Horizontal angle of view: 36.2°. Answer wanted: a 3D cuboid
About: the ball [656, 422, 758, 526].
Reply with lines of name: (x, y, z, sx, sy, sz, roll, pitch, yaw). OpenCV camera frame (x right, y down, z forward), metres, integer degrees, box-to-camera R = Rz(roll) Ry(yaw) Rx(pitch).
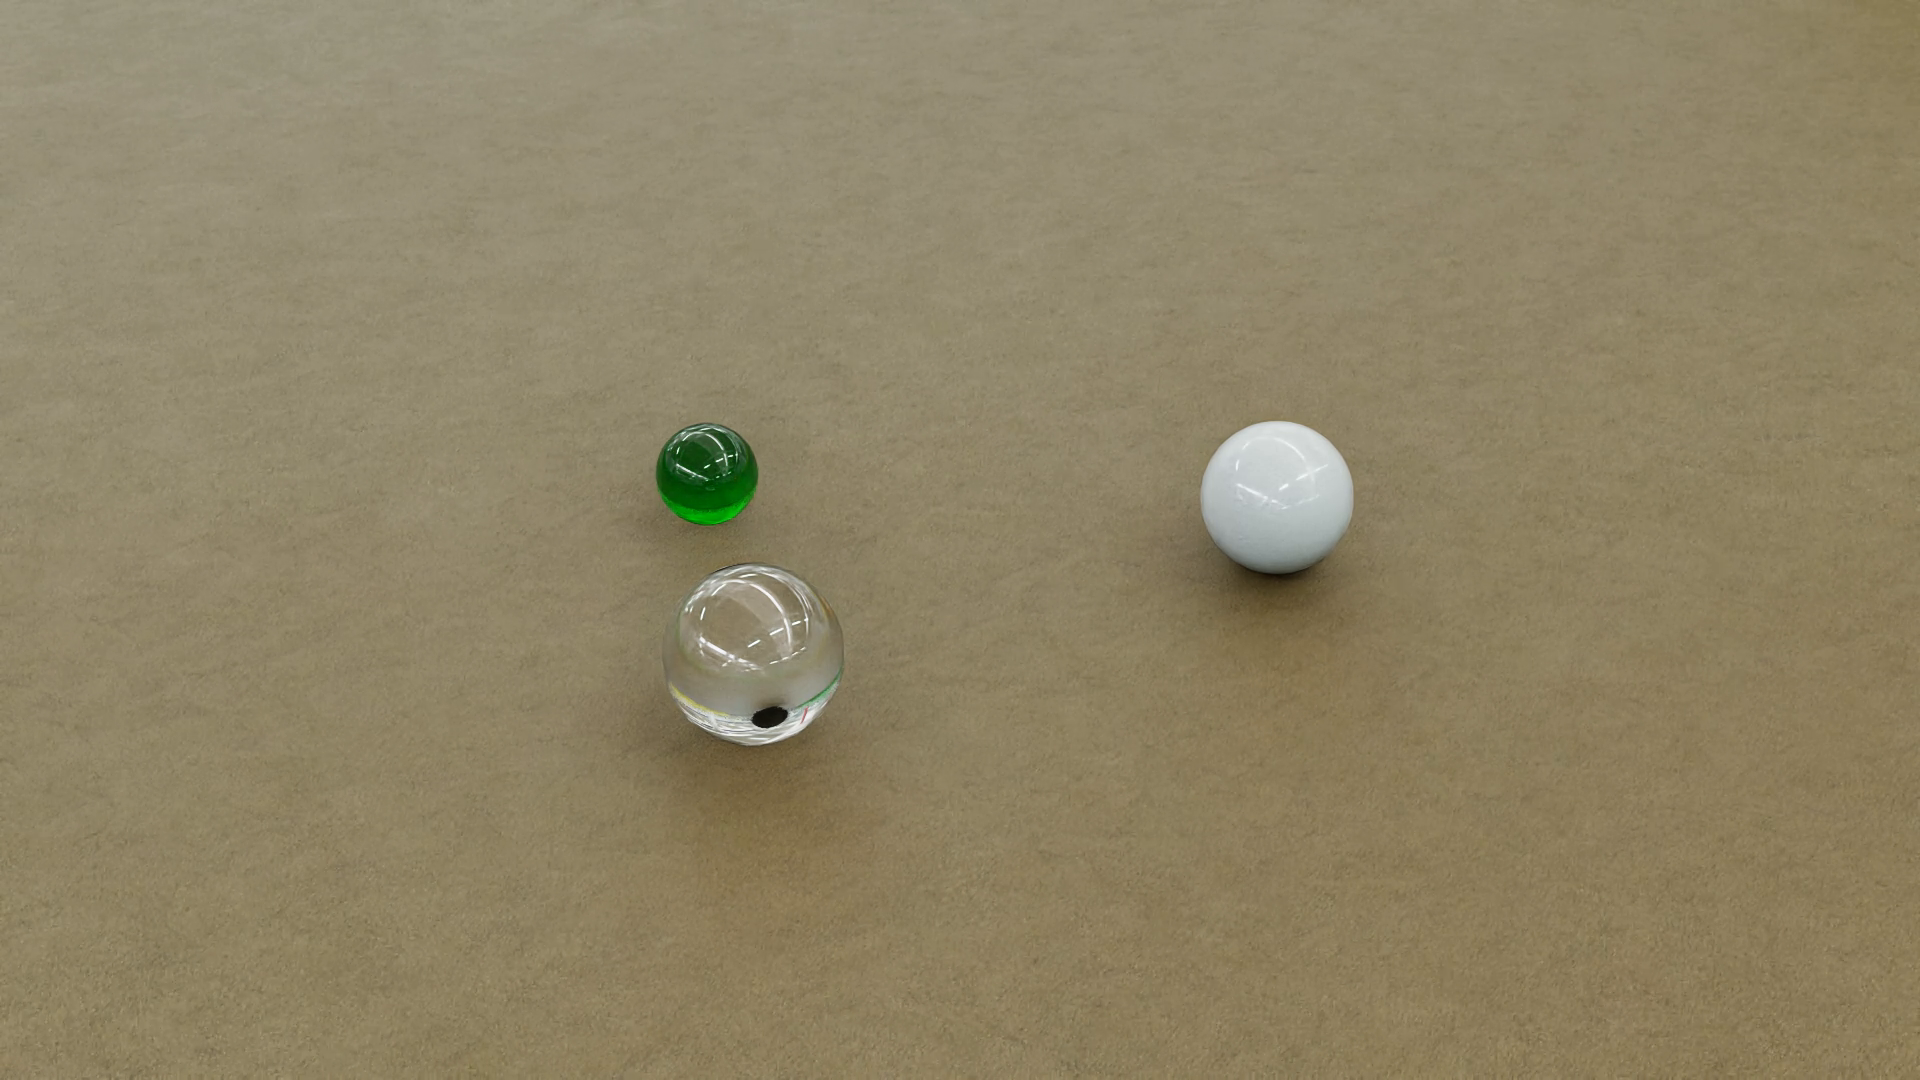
ball: (-0.149, -0.039, 1.731, 0.060, 0.060, 0.060, 0, 31, 0)

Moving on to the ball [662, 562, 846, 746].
ball: (-0.108, 0.059, 1.532, 0.096, 0.096, 0.096, 0, 31, 0)

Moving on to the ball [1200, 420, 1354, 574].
ball: (0.181, -0.024, 1.680, 0.088, 0.088, 0.088, 0, 31, 0)
